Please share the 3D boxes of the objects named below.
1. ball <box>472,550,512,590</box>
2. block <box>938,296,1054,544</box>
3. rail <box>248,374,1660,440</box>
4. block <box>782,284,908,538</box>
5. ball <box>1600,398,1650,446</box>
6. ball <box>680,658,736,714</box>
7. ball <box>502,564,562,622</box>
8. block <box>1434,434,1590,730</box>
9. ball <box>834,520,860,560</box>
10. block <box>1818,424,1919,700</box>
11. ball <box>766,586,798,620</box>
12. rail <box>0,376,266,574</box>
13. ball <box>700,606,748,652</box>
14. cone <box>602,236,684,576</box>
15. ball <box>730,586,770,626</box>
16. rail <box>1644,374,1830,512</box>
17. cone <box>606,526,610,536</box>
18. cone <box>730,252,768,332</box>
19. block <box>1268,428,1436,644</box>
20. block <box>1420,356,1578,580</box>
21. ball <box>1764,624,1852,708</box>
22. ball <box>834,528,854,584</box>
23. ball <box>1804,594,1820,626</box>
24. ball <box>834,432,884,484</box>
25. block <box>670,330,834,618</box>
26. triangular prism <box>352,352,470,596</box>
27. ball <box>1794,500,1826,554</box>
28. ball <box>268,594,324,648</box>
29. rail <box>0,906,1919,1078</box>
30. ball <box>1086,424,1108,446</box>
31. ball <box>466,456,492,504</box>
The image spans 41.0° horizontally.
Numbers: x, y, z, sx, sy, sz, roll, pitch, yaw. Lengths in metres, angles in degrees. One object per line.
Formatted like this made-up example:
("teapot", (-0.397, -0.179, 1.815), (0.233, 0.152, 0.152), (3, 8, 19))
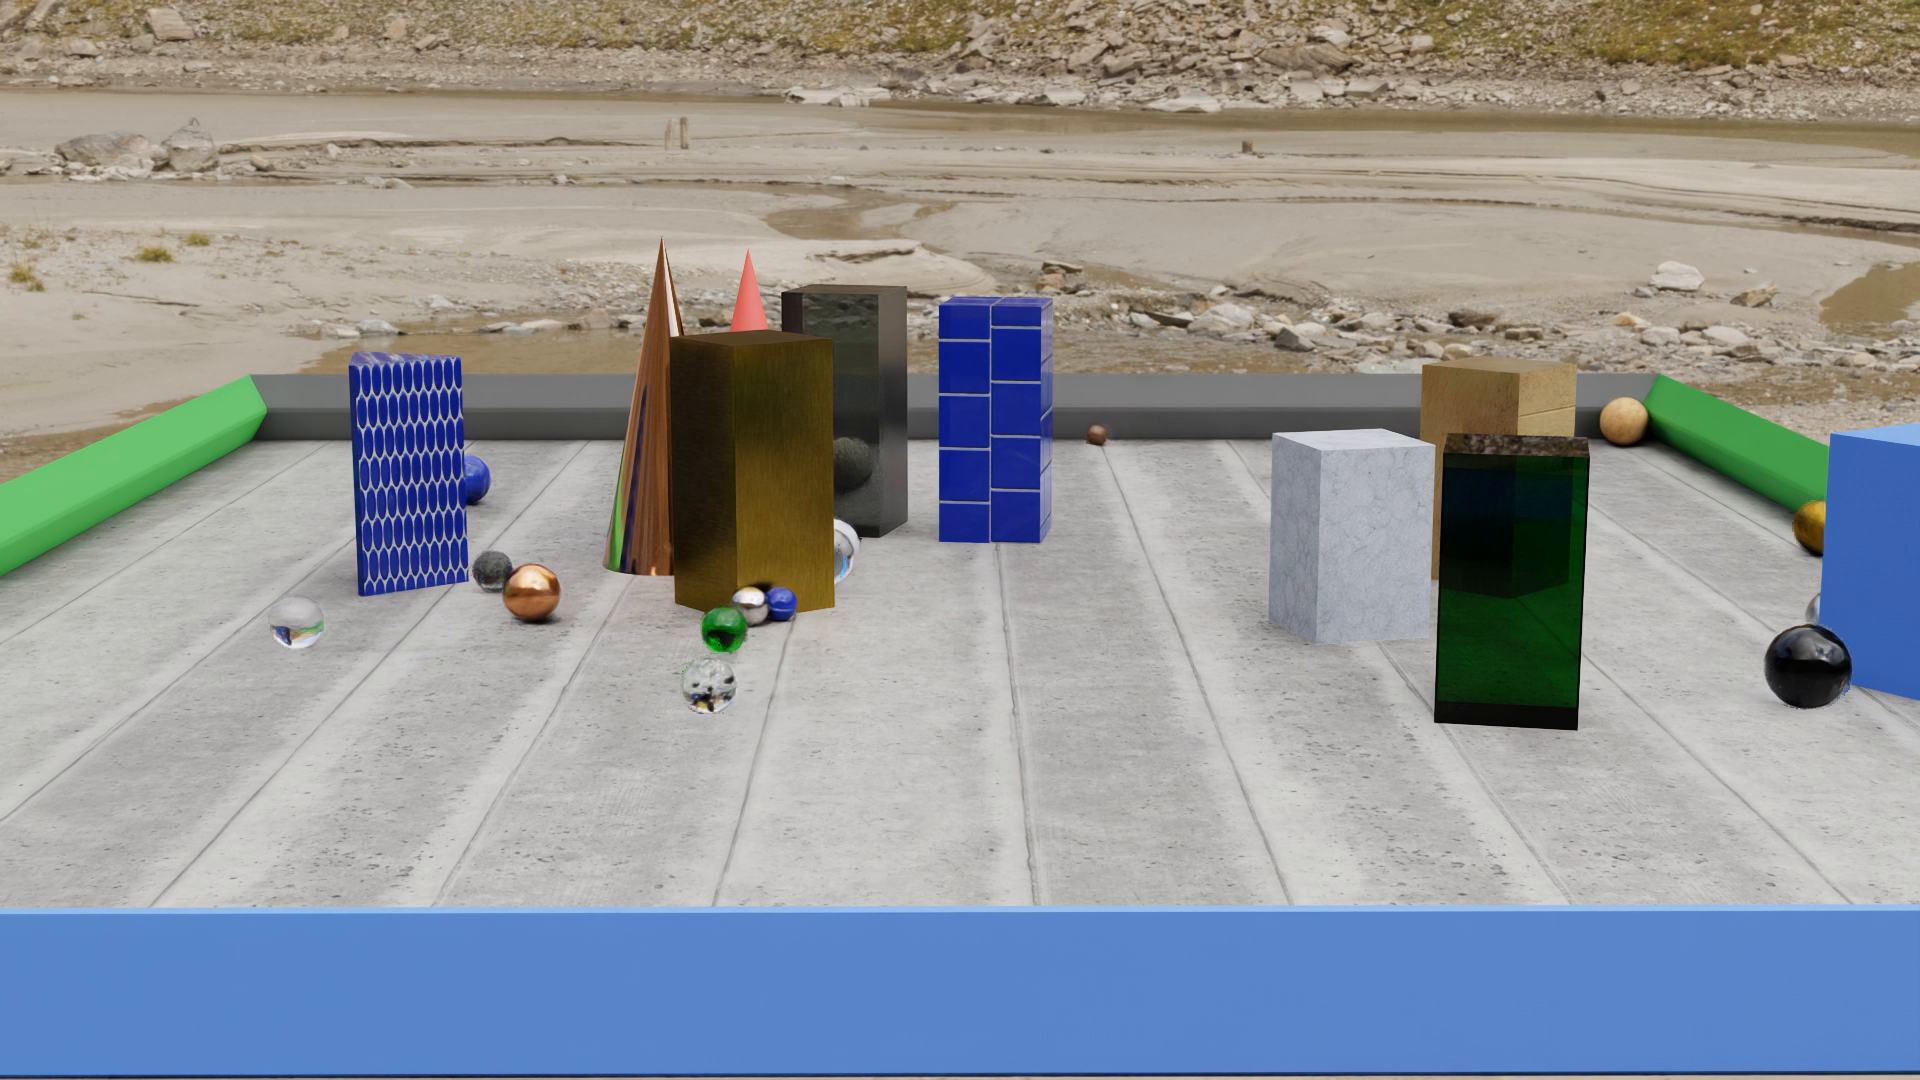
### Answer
("ball", (-0.655, 0.043, 3.595), (0.056, 0.056, 0.056), (0, 11, 0))
("block", (0.057, -0.189, 3.997), (0.157, 0.366, 0.157), (2, 11, 8))
("rail", (-0.009, -0.258, 5.017), (2.769, 0.127, 0.045), (0, 11, 0))
("block", (-0.180, -0.207, 4.057), (0.157, 0.379, 0.157), (3, 11, 15))
("ball", (1.285, -0.229, 4.962), (0.094, 0.094, 0.094), (0, 11, 0))
("ball", (-0.285, 0.166, 2.914), (0.063, 0.063, 0.063), (0, 11, 0))
("ball", (-0.567, 0.070, 3.396), (0.076, 0.076, 0.076), (0, 11, 0))
("block", (0.625, 0.044, 2.906), (0.157, 0.306, 0.157), (2, 11, 12))
("ball", (-0.184, 0.008, 3.735), (0.075, 0.075, 0.075), (0, 11, 0))
("block", (1.141, 0.023, 3.047), (0.157, 0.296, 0.157), (-7, 12, -33))
("ball", (-0.238, 0.084, 3.401), (0.046, 0.046, 0.046), (0, 11, 0))
("rail", (-1.361, 0.034, 3.441), (0.045, 0.127, 3.238), (0, 11, 0))
("ball", (-0.295, 0.112, 3.217), (0.059, 0.059, 0.059), (0, 11, 0))
("cone", (-0.431, -0.205, 3.754), (0.196, 0.486, 0.196), (0, 11, 0))
("ball", (-0.276, 0.087, 3.369), (0.053, 0.053, 0.053), (0, 11, 0))
("rail", (1.361, 0.031, 3.457), (0.045, 0.127, 3.238), (0, 11, 0))
("cone", (-0.456, -0.186, 3.997), (0.196, 0.361, 0.196), (0, 11, 0))
("cone", (-0.365, -0.299, 4.456), (0.196, 0.415, 0.196), (0, 11, 0))
("block", (0.507, -0.007, 3.335), (0.157, 0.250, 0.157), (-3, 11, -16))
("block", (0.767, -0.099, 3.672), (0.157, 0.307, 0.157), (10, 14, 42))
("ball", (0.970, 0.145, 2.937), (0.096, 0.096, 0.096), (0, 11, 0))
("ball", (-0.191, 0.023, 3.628), (0.084, 0.084, 0.084), (0, 11, 0))
("ball", (1.098, 0.101, 3.198), (0.086, 0.086, 0.086), (0, 11, 0))
("ball", (-0.179, -0.143, 4.499), (0.093, 0.093, 0.093), (0, 11, 0))
("block", (-0.280, -0.091, 3.468), (0.157, 0.366, 0.157), (-8, 13, -37))
("triangular prism", (-0.813, -0.100, 3.639), (0.170, 0.322, 0.147), (-9, 14, -39))
("ball", (1.299, -0.020, 3.864), (0.081, 0.081, 0.081), (0, 11, 0))
("ball", (-0.837, 0.103, 3.237), (0.068, 0.068, 0.068), (0, 11, 0))
("rail", (0.009, 0.324, 1.880), (2.769, 0.127, 0.045), (0, 11, 0))
("ball", (0.265, -0.203, 4.966), (0.041, 0.041, 0.041), (0, 11, 0))
("ball", (-0.828, -0.102, 4.305), (0.082, 0.082, 0.082), (0, 11, 0))
